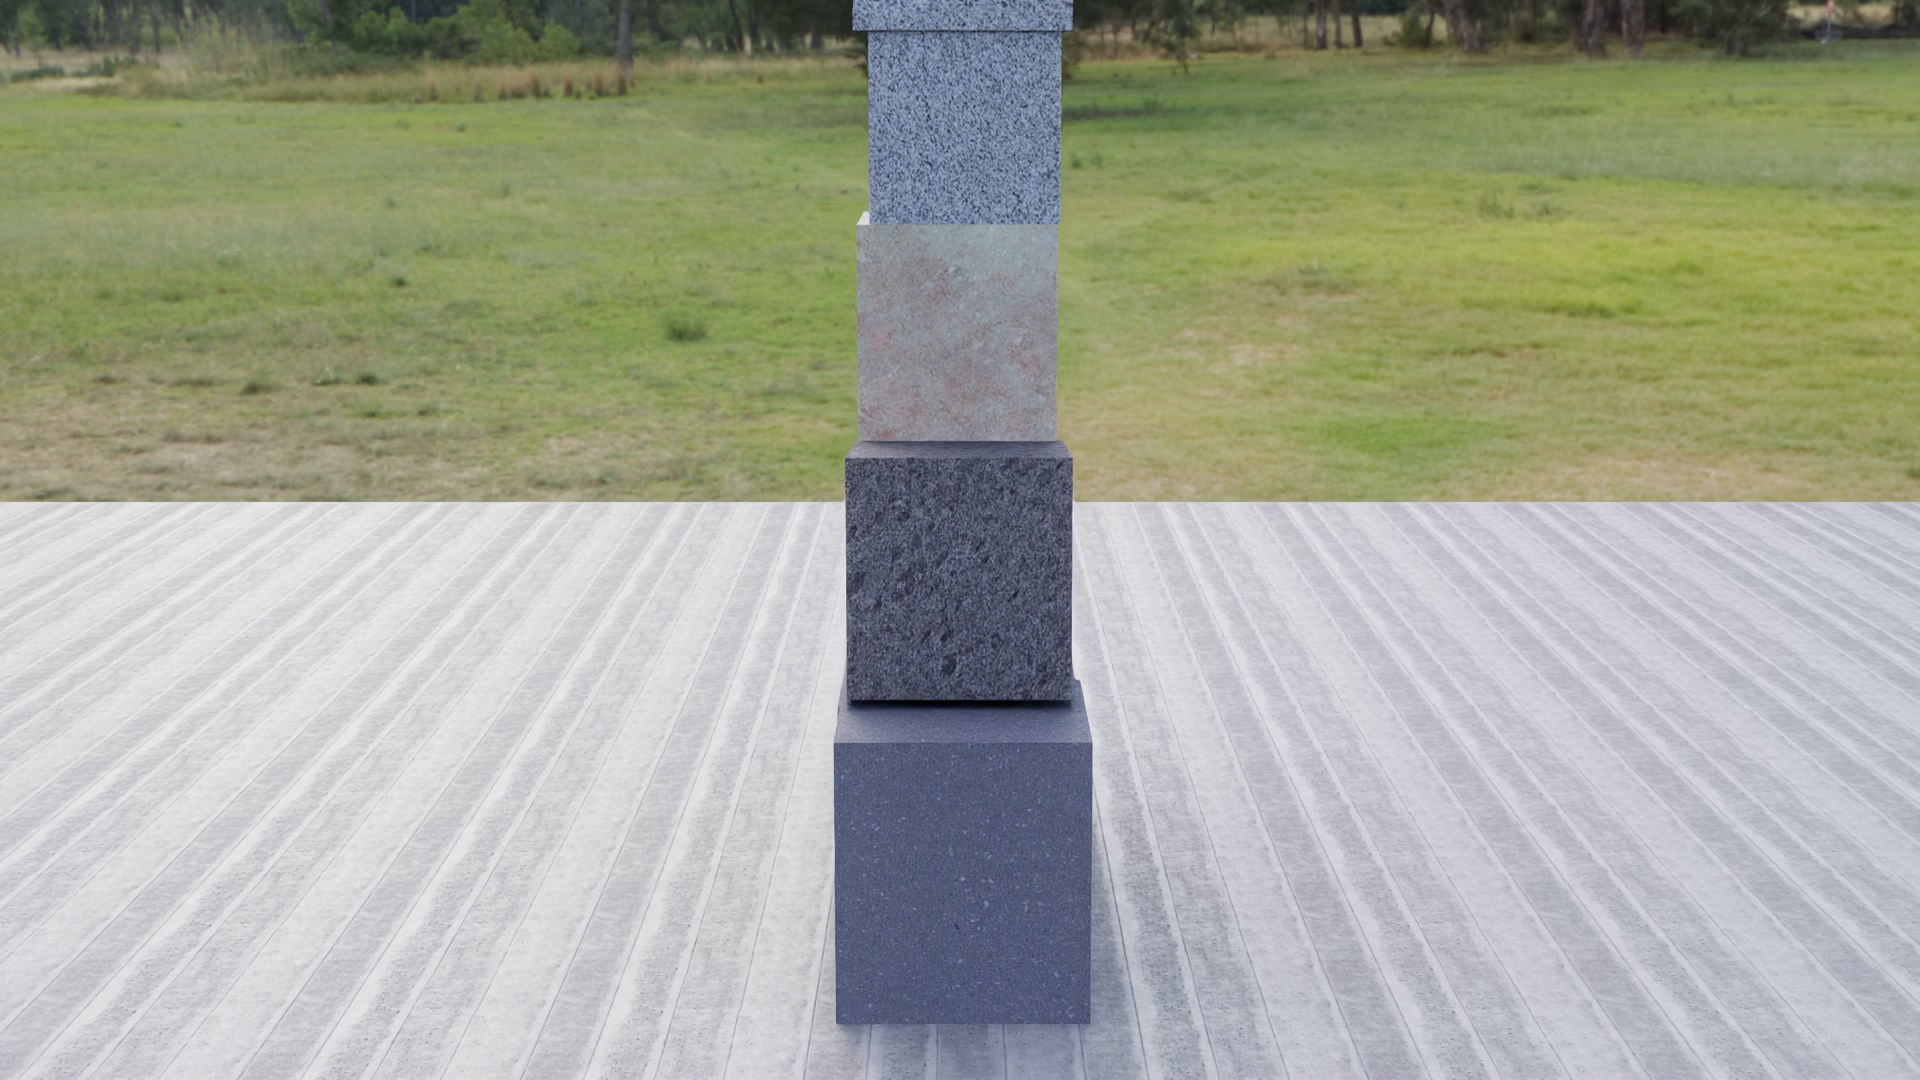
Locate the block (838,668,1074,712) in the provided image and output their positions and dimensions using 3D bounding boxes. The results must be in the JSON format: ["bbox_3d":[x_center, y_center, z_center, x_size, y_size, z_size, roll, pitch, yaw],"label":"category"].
[{"bbox_3d":[-0.006,1.066,10.997,0.985,0.968,1.001,0,10,0],"label":"block"}]

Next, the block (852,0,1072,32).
[{"bbox_3d":[0.010,-2.531,10.768,0.894,0.771,0.820,0,11,0],"label":"block"}]

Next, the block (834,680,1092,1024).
[{"bbox_3d":[0.011,1.189,9.995,0.952,1.086,0.995,0,10,0],"label":"block"}]

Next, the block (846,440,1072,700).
[{"bbox_3d":[-0.004,0.101,10.332,0.867,0.936,1.004,0,6,0],"label":"block"}]

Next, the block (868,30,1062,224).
[{"bbox_3d":[0.019,-1.766,10.916,0.789,0.786,0.778,0,11,0],"label":"block"}]

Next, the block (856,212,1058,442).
[{"bbox_3d":[-0.010,-0.937,11.076,0.831,0.903,0.869,0,11,0],"label":"block"}]
